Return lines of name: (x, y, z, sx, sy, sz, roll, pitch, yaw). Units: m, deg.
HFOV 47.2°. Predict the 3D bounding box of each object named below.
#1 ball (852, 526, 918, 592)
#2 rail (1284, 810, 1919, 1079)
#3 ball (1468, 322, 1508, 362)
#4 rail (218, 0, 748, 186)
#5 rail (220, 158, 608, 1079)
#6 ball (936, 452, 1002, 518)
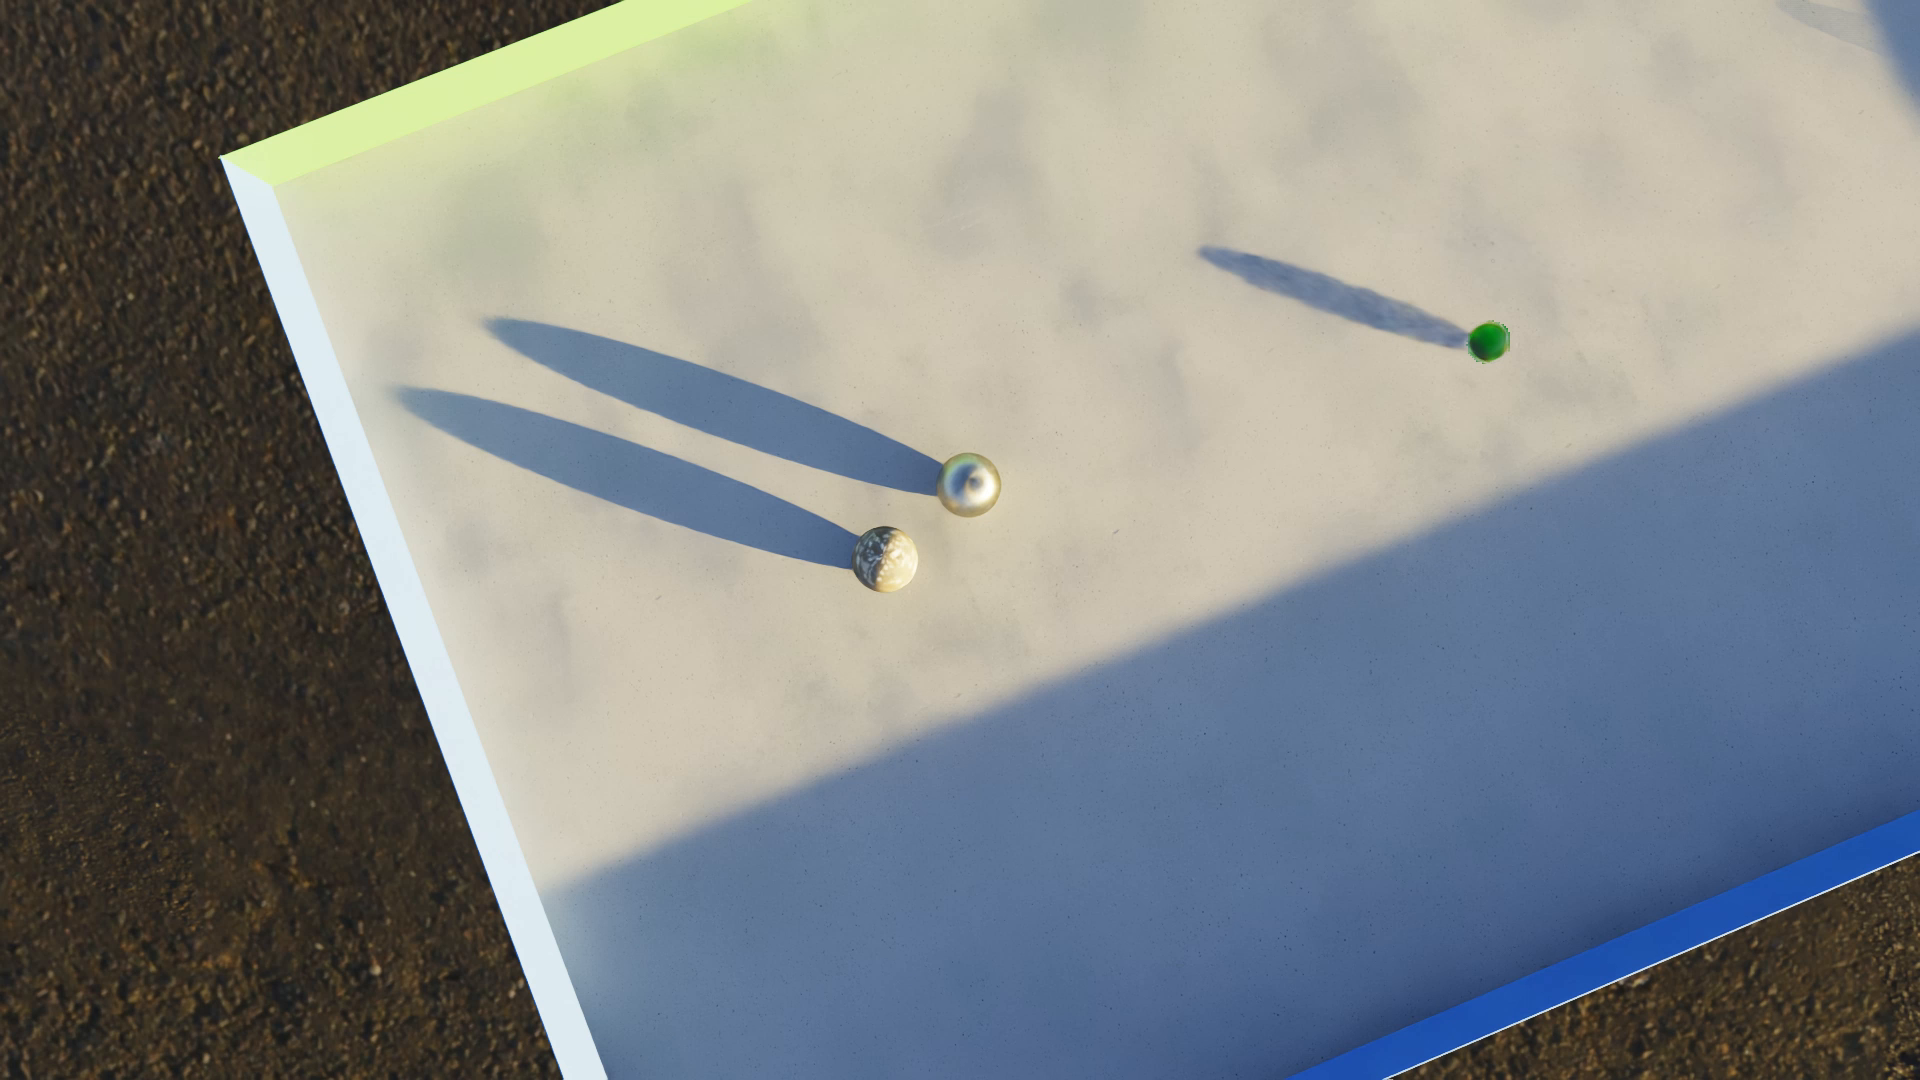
ball: (-0.111, 0.029, 3.254, 0.099, 0.099, 0.099, 0, 81, 0)
rail: (1.092, 0.534, 3.159, 3.219, 0.128, 0.045, -22, 82, -3)
ball: (0.799, -0.299, 3.325, 0.059, 0.059, 0.059, 0, 81, 0)
rail: (0.397, -1.142, 3.420, 3.219, 0.128, 0.045, -22, 82, -3)
rail: (-0.723, 0.290, 3.197, 0.045, 0.128, 1.880, -22, 82, -3)
ball: (0.013, -0.082, 3.272, 0.097, 0.097, 0.097, 0, 81, 0)
